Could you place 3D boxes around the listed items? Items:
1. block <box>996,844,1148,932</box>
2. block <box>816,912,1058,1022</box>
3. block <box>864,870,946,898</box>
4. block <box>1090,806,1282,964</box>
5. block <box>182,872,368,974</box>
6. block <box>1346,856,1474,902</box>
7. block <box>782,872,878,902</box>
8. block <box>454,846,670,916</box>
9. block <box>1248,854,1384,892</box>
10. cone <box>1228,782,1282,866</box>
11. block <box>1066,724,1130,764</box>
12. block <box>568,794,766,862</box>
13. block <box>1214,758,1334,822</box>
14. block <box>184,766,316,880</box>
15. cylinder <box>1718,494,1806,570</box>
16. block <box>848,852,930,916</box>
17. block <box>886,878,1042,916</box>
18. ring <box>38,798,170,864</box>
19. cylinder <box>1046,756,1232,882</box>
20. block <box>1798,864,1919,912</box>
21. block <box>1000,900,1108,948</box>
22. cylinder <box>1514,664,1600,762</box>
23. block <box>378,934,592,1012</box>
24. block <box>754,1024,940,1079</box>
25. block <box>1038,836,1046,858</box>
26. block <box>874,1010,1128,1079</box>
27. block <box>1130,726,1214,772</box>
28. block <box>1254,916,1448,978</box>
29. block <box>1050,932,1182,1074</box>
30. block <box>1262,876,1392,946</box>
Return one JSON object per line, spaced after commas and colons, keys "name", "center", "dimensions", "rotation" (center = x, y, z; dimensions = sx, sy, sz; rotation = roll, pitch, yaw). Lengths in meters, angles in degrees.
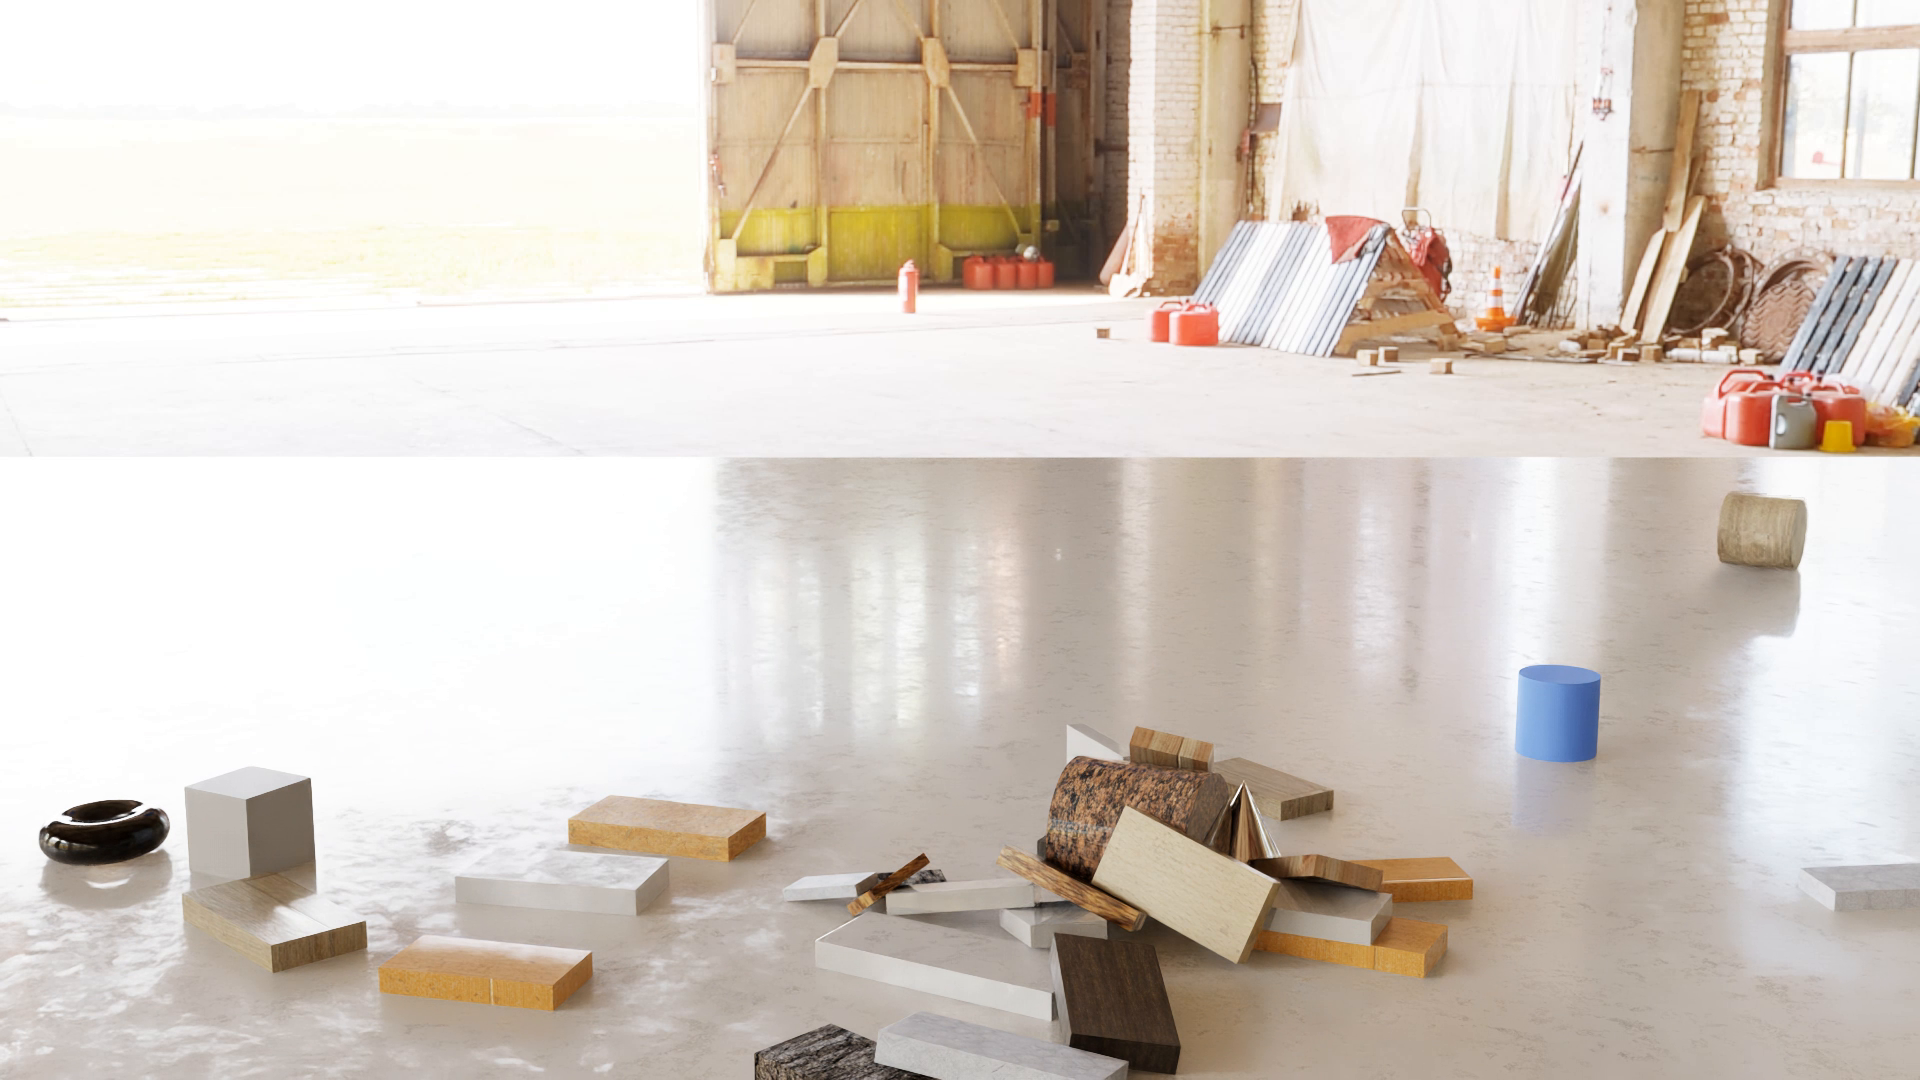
{"name": "block", "center": [0.178, 0.549, 3.476], "dimensions": [0.236, 0.033, 0.118], "rotation": [25, -3, 15]}
{"name": "block", "center": [-0.006, 0.636, 3.304], "dimensions": [0.408, 0.042, 0.150], "rotation": [6, 12, 30]}
{"name": "block", "center": [-0.096, 0.577, 3.684], "dimensions": [0.141, 0.020, 0.071], "rotation": [-2, 11, -10]}
{"name": "block", "center": [0.348, 0.532, 3.406], "dimensions": [0.271, 0.135, 0.038], "rotation": [25, 3, 30]}
{"name": "block", "center": [-1.088, 0.602, 3.483], "dimensions": [0.158, 0.045, 0.315], "rotation": [-10, 14, -42]}
{"name": "block", "center": [0.723, 0.570, 3.682], "dimensions": [0.239, 0.034, 0.119], "rotation": [-1, 11, -7]}
{"name": "block", "center": [-0.214, 0.572, 3.629], "dimensions": [0.141, 0.020, 0.071], "rotation": [-8, 5, 28]}
{"name": "block", "center": [-0.661, 0.568, 3.667], "dimensions": [0.315, 0.045, 0.157], "rotation": [2, 11, 12]}
{"name": "block", "center": [0.567, 0.540, 3.538], "dimensions": [0.119, 0.034, 0.238], "rotation": [15, -15, -16]}
{"name": "cone", "center": [0.476, 0.492, 3.699], "dimensions": [0.182, 0.182, 0.182], "rotation": [0, 11, 0]}
{"name": "block", "center": [0.269, 0.436, 4.167], "dimensions": [0.034, 0.120, 0.240], "rotation": [-4, 11, -22]}
{"name": "block", "center": [-0.525, 0.516, 3.947], "dimensions": [0.315, 0.045, 0.158], "rotation": [4, 11, 19]}
{"name": "block", "center": [0.571, 0.473, 4.194], "dimensions": [0.133, 0.038, 0.265], "rotation": [-7, 13, -34]}
{"name": "block", "center": [-1.227, 0.490, 3.803], "dimensions": [0.148, 0.148, 0.148], "rotation": [6, 12, 29]}
{"name": "cylinder", "center": [2.342, -0.025, 6.419], "dimensions": [0.206, 0.206, 0.206], "rotation": [6, 12, 31]}
{"name": "block", "center": [-0.116, 0.562, 3.592], "dimensions": [0.141, 0.020, 0.071], "rotation": [-28, -9, -48]}
{"name": "block", "center": [0.008, 0.572, 3.538], "dimensions": [0.236, 0.033, 0.118], "rotation": [-5, -3, 8]}
{"name": "ring", "center": [-1.509, 0.514, 3.880], "dimensions": [0.219, 0.073, 0.219], "rotation": [-1, 11, 0]}
{"name": "cylinder", "center": [0.295, 0.484, 3.601], "dimensions": [0.235, 0.235, 0.235], "rotation": [5, 12, 25]}
{"name": "block", "center": [1.555, 0.575, 3.654], "dimensions": [0.277, 0.034, 0.120], "rotation": [-1, 11, -6]}
{"name": "block", "center": [0.142, 0.595, 3.415], "dimensions": [0.118, 0.033, 0.236], "rotation": [-2, -2, -10]}
{"name": "cylinder", "center": [1.222, 0.353, 4.497], "dimensions": [0.163, 0.163, 0.163], "rotation": [0, 11, 0]}
{"name": "block", "center": [-0.705, 0.643, 3.276], "dimensions": [0.278, 0.039, 0.139], "rotation": [3, 11, 14]}
{"name": "block", "center": [-0.127, 0.714, 2.896], "dimensions": [0.278, 0.039, 0.139], "rotation": [10, 15, 43]}
{"name": "block", "center": [0.283, 0.542, 3.825], "dimensions": [0.266, 0.038, 0.133], "rotation": [5, 12, 27]}
{"name": "block", "center": [0.056, 0.686, 2.889], "dimensions": [0.300, 0.042, 0.150], "rotation": [9, 2, 20]}
{"name": "block", "center": [0.361, 0.420, 3.718], "dimensions": [0.133, 0.266, 0.038], "rotation": [12, 53, 16]}
{"name": "block", "center": [0.606, 0.617, 3.417], "dimensions": [0.271, 0.038, 0.135], "rotation": [5, 12, 27]}
{"name": "block", "center": [0.214, 0.648, 3.096], "dimensions": [0.150, 0.042, 0.300], "rotation": [8, 16, -5]}
{"name": "block", "center": [0.526, 0.574, 3.439], "dimensions": [0.271, 0.038, 0.135], "rotation": [5, 12, 24]}
